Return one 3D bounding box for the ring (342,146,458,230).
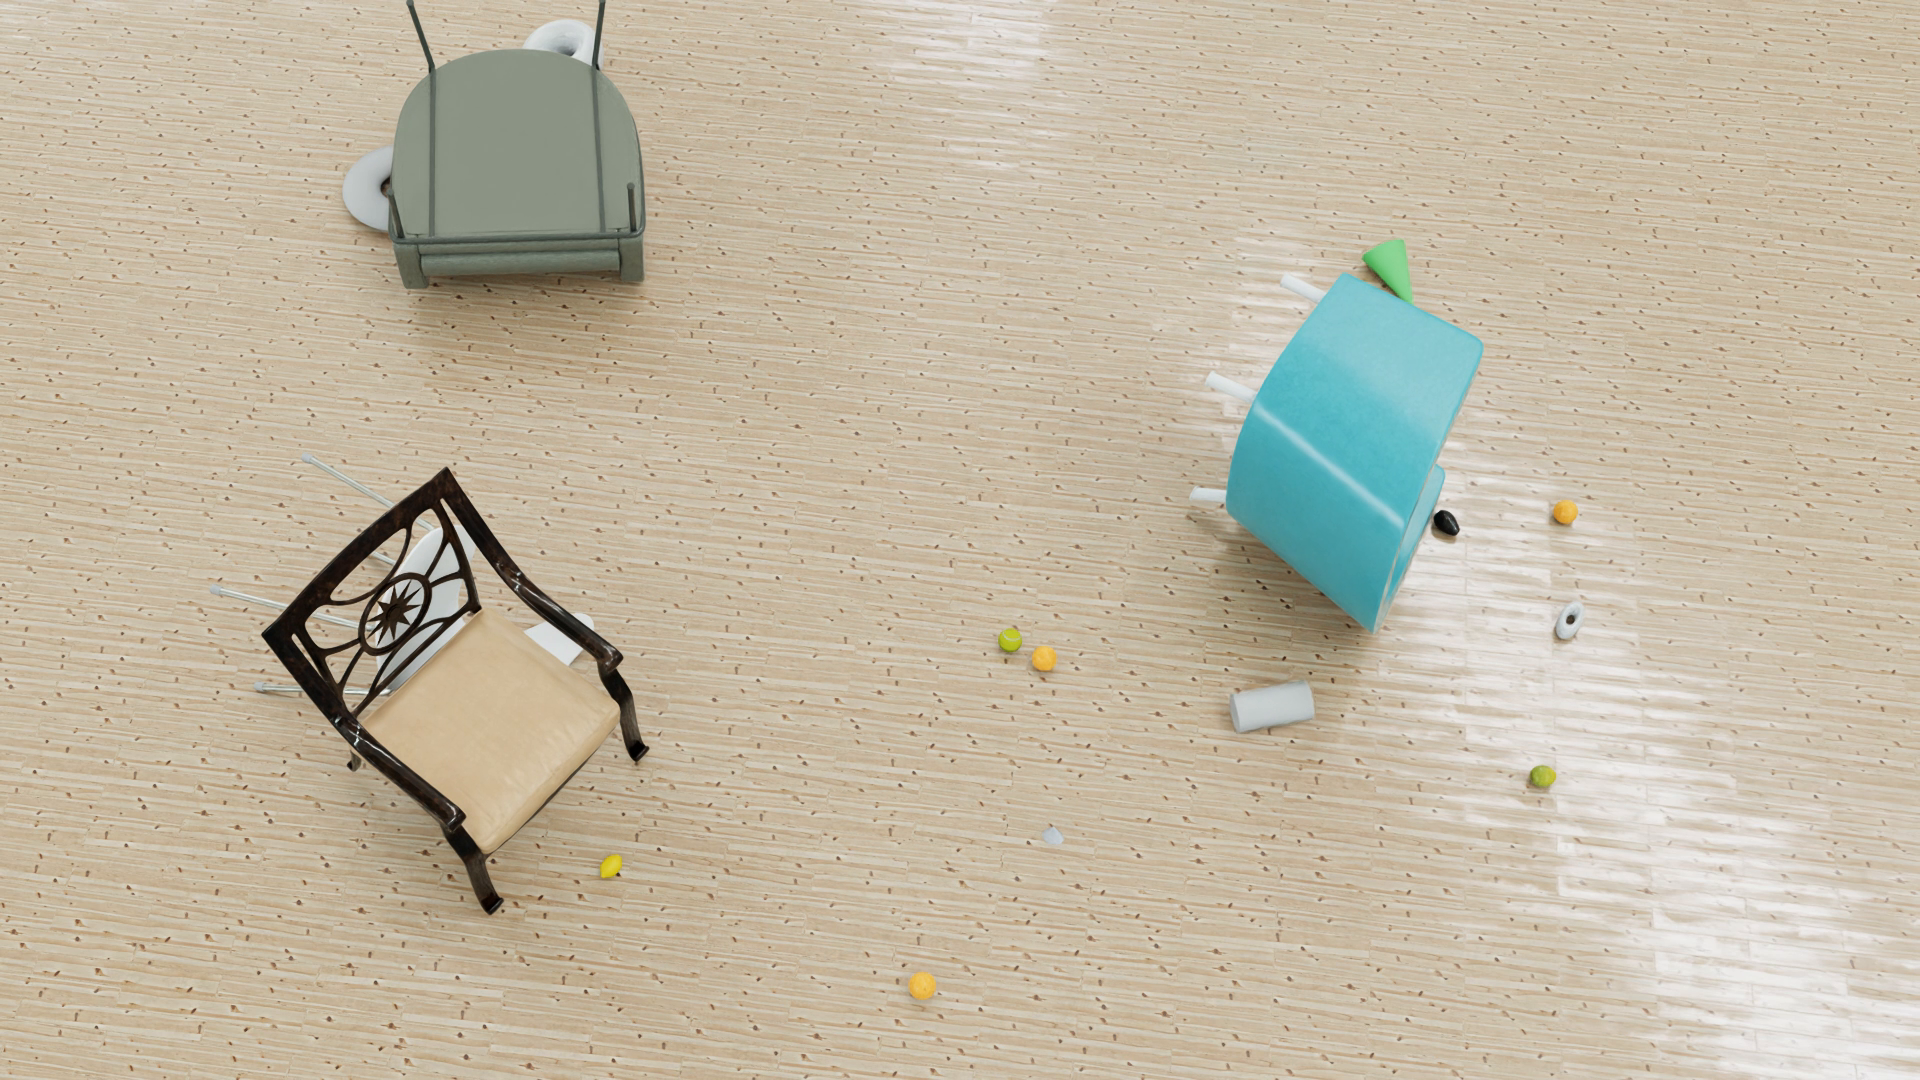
[{"bbox_3d":[-1.865,-1.174,7.321,0.378,0.059,0.373,23,59,11],"label":"ring"}]

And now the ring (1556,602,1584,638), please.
[{"bbox_3d":[1.773,0.232,6.390,0.068,0.048,0.133,27,62,15],"label":"ring"}]

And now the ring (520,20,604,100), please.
[{"bbox_3d":[-1.377,-1.662,7.604,0.282,0.146,0.316,21,60,15],"label":"ring"}]

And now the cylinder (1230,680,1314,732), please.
[{"bbox_3d":[0.880,0.469,6.206,0.219,0.085,0.109,-10,79,-7],"label":"cylinder"}]

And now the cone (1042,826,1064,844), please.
[{"bbox_3d":[0.255,0.795,6.002,0.062,0.063,0.047,23,59,14],"label":"cone"}]

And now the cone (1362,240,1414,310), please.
[{"bbox_3d":[1.418,-0.836,7.104,0.151,0.106,0.241,-21,71,-6],"label":"cone"}]
